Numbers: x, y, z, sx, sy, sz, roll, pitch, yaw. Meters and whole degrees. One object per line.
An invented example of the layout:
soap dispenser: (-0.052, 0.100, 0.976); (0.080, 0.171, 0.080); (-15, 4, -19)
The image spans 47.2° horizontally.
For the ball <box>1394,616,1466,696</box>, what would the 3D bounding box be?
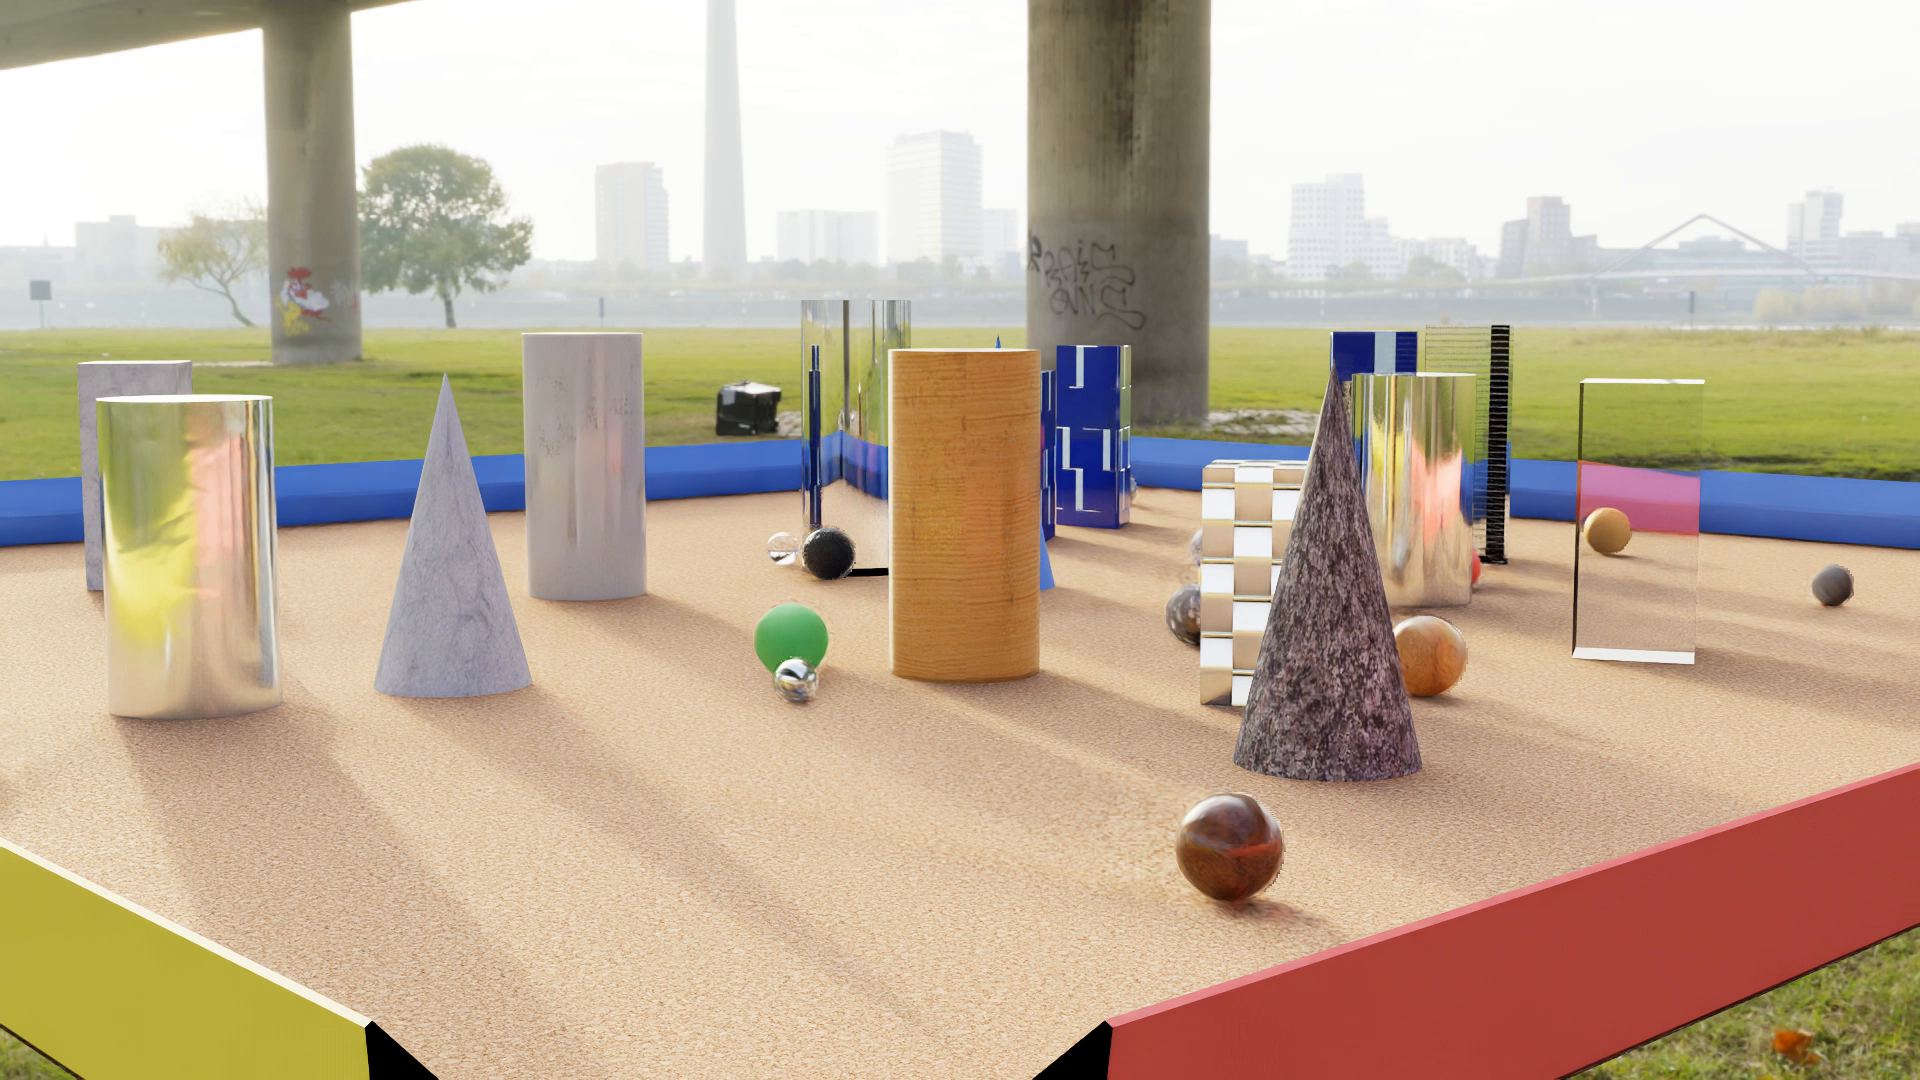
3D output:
ball: (0.532, 0.133, 2.517); (0.092, 0.092, 0.092); (0, 6, 0)

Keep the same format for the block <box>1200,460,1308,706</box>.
block: (0.356, 0.047, 2.504); (0.147, 0.265, 0.147); (1, 6, 12)

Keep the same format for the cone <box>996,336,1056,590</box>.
cone: (0.060, -0.127, 3.494); (0.184, 0.402, 0.184); (0, 6, 0)

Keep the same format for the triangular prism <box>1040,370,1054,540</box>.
triangular prism: (0.137, -0.163, 4.217); (0.159, 0.321, 0.138); (5, 8, 40)

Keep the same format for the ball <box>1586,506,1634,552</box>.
ball: (1.182, -0.022, 4.003); (0.084, 0.084, 0.084); (0, 6, 0)

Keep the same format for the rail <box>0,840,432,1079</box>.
rail: (-1.295, 0.158, 2.144); (0.045, 0.119, 3.533); (-6, 8, -42)

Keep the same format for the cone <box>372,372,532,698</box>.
cone: (-0.599, -0.014, 2.581); (0.184, 0.371, 0.184); (0, 6, 0)

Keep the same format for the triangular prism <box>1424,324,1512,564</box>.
triangular prism: (0.920, -0.173, 3.882); (0.159, 0.412, 0.138); (4, 7, 36)

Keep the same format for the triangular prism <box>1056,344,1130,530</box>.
triangular prism: (0.302, -0.214, 4.483); (0.159, 0.365, 0.138); (6, 8, 42)

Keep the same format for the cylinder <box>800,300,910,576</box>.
cylinder: (-0.174, -0.175, 3.696); (0.184, 0.454, 0.184); (0, 6, 0)

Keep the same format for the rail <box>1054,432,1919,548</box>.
rail: (1.295, -0.095, 4.520); (0.045, 0.119, 3.533); (-6, 8, -42)

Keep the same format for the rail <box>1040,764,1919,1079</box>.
rail: (1.182, 0.167, 2.059); (3.571, 0.119, 0.045); (-6, 8, -42)

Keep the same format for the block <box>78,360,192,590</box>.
block: (-1.314, -0.107, 3.525); (0.147, 0.355, 0.147); (-1, 6, -10)

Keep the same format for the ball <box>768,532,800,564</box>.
ball: (-0.305, 0.015, 3.795); (0.055, 0.055, 0.055); (0, 6, 0)

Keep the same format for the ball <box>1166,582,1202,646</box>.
ball: (0.312, 0.098, 2.892); (0.082, 0.082, 0.082); (0, 6, 0)

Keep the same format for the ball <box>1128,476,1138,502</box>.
ball: (0.371, -0.115, 4.979); (0.063, 0.063, 0.063); (0, 6, 0)

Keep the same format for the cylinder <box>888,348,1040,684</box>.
cylinder: (0.005, -0.034, 2.671); (0.184, 0.392, 0.184); (0, 6, 0)

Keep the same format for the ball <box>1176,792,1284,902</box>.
ball: (0.202, 0.230, 1.652); (0.081, 0.081, 0.081); (0, 6, 0)

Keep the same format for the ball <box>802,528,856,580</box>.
ball: (-0.214, 0.022, 3.585); (0.086, 0.086, 0.086); (0, 6, 0)

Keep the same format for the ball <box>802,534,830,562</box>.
ball: (-0.252, 0.015, 3.826); (0.049, 0.049, 0.049); (0, 6, 0)

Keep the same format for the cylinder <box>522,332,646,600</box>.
cylinder: (-0.580, -0.118, 3.403); (0.184, 0.403, 0.184); (0, 6, 0)

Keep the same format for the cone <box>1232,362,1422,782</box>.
cone: (0.360, 0.021, 2.135); (0.184, 0.394, 0.184); (0, 6, 0)

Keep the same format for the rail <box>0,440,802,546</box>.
rail: (-1.182, -0.104, 4.606); (3.571, 0.119, 0.045); (-6, 8, -42)

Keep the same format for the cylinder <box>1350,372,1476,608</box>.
cylinder: (0.682, -0.079, 3.322); (0.184, 0.342, 0.184); (0, 6, 0)

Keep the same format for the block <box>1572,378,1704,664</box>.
block: (0.870, -0.029, 2.819); (0.147, 0.349, 0.147); (2, 6, 19)

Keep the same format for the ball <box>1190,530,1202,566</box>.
ball: (0.425, 0.015, 3.695); (0.077, 0.077, 0.077); (0, 6, 0)

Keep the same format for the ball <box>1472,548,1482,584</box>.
ball: (0.774, 0.041, 3.438); (0.079, 0.079, 0.079); (0, 6, 0)

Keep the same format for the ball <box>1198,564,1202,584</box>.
ball: (0.398, 0.055, 3.347); (0.071, 0.071, 0.071); (0, 6, 0)

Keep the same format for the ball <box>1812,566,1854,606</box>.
ball: (1.302, 0.068, 3.283); (0.058, 0.058, 0.058); (0, 6, 0)

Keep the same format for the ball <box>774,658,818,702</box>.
ball: (-0.185, 0.158, 2.480); (0.049, 0.049, 0.049); (0, 6, 0)

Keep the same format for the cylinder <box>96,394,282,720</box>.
cylinder: (-0.854, 0.014, 2.442); (0.184, 0.343, 0.184); (0, 6, 0)

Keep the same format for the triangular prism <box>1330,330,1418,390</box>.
triangular prism: (0.777, -0.198, 4.185); (0.159, 0.397, 0.138); (0, 6, 4)

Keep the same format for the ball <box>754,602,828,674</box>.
ball: (-0.203, 0.120, 2.646); (0.089, 0.089, 0.089); (0, 6, 0)

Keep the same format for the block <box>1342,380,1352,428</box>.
block: (0.734, -0.103, 3.652); (0.147, 0.320, 0.147); (-2, 6, -21)
